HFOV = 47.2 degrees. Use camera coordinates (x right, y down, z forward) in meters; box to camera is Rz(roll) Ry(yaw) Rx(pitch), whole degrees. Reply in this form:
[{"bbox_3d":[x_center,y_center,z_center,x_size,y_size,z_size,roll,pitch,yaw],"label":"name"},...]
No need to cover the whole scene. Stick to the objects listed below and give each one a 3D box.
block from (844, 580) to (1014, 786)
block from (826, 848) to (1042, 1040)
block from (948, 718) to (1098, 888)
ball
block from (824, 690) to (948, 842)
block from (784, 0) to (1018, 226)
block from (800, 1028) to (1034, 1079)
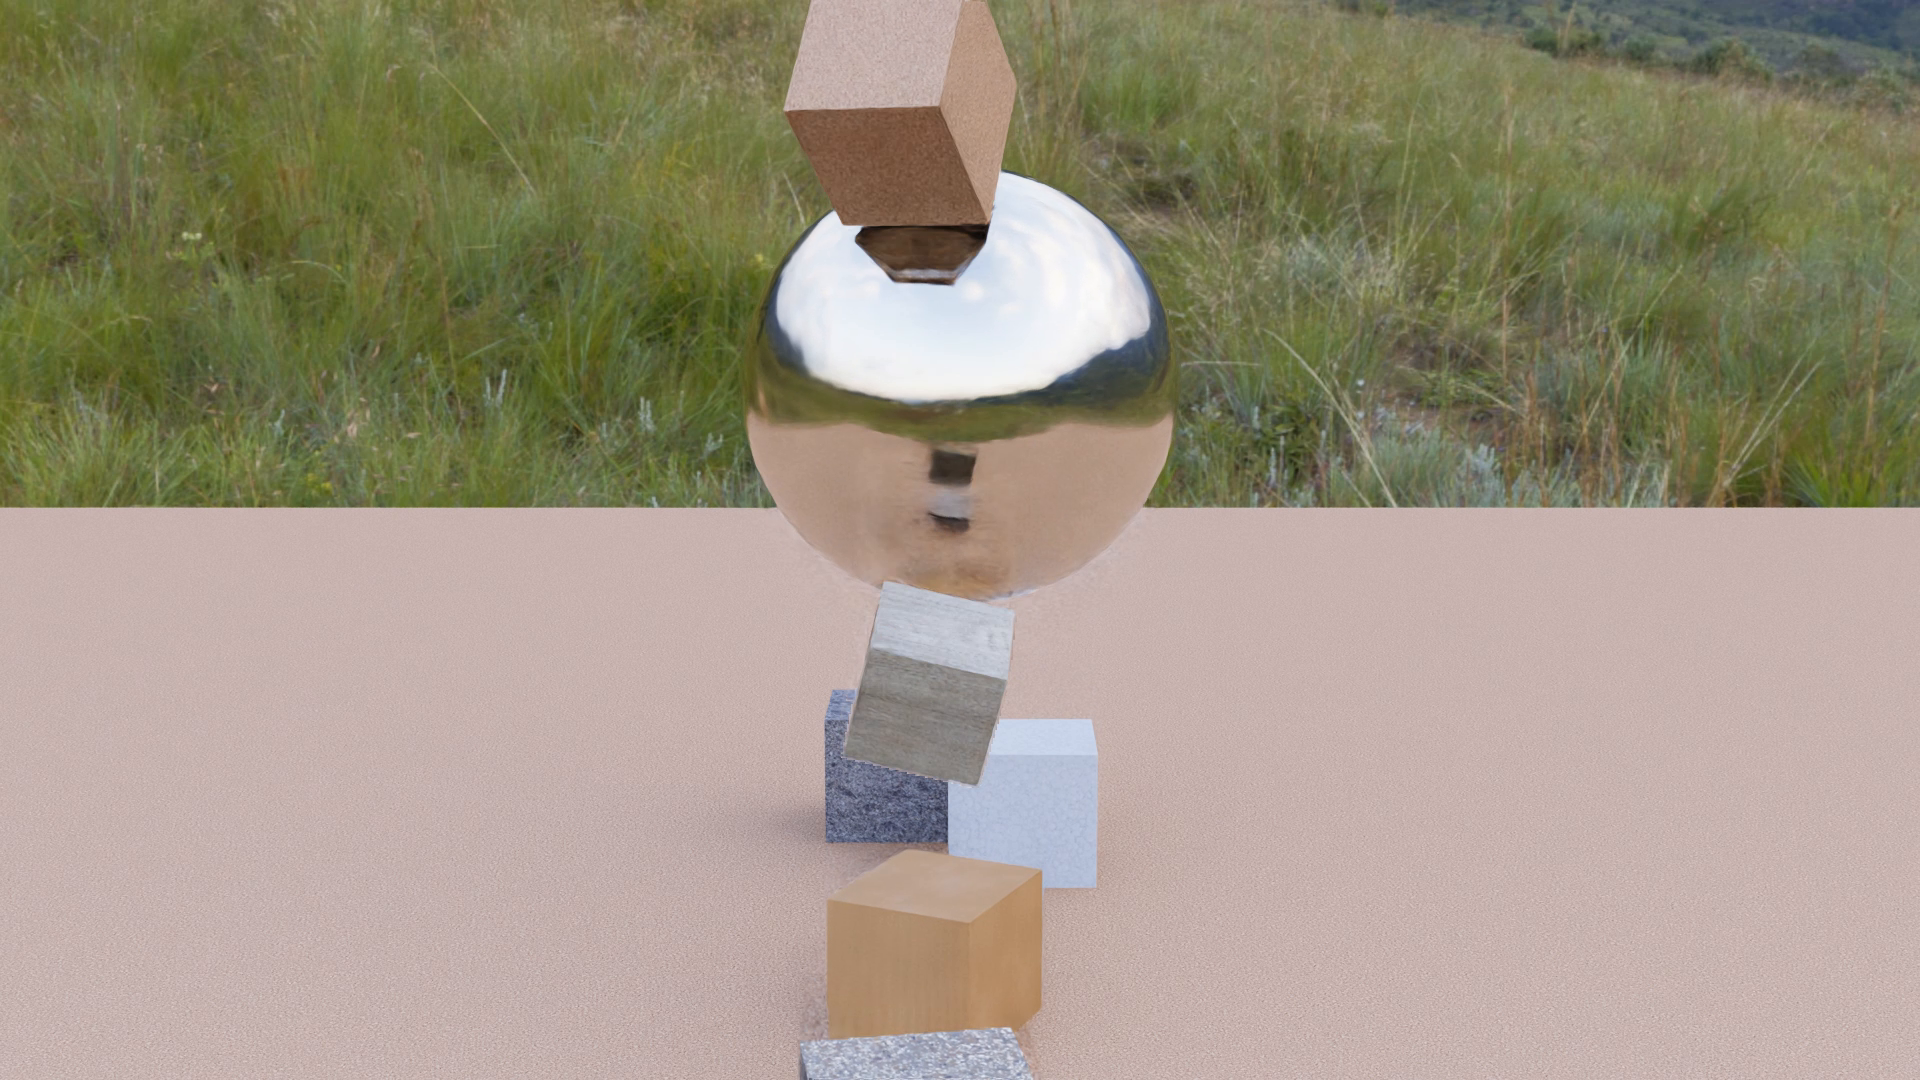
[{"bbox_3d":[-0.090,0.428,6.629,0.410,0.388,0.396,13,29,-3],"label":"block"},{"bbox_3d":[-0.092,1.658,8.776,0.614,0.598,0.688,5,11,25],"label":"block"},{"bbox_3d":[0.300,1.275,10.720,0.705,0.656,0.646,0,10,1],"label":"block"},{"bbox_3d":[0.000,-0.560,8.038,1.600,1.600,1.600,0,10,0],"label":"ball"},{"bbox_3d":[-0.362,1.162,11.383,0.628,0.640,0.622,0,10,1],"label":"block"},{"bbox_3d":[-0.182,-1.470,7.291,0.522,0.590,0.627,2,-27,18],"label":"block"},{"bbox_3d":[-0.115,1.971,6.682,0.674,0.689,0.676,-2,14,-10],"label":"block"}]
